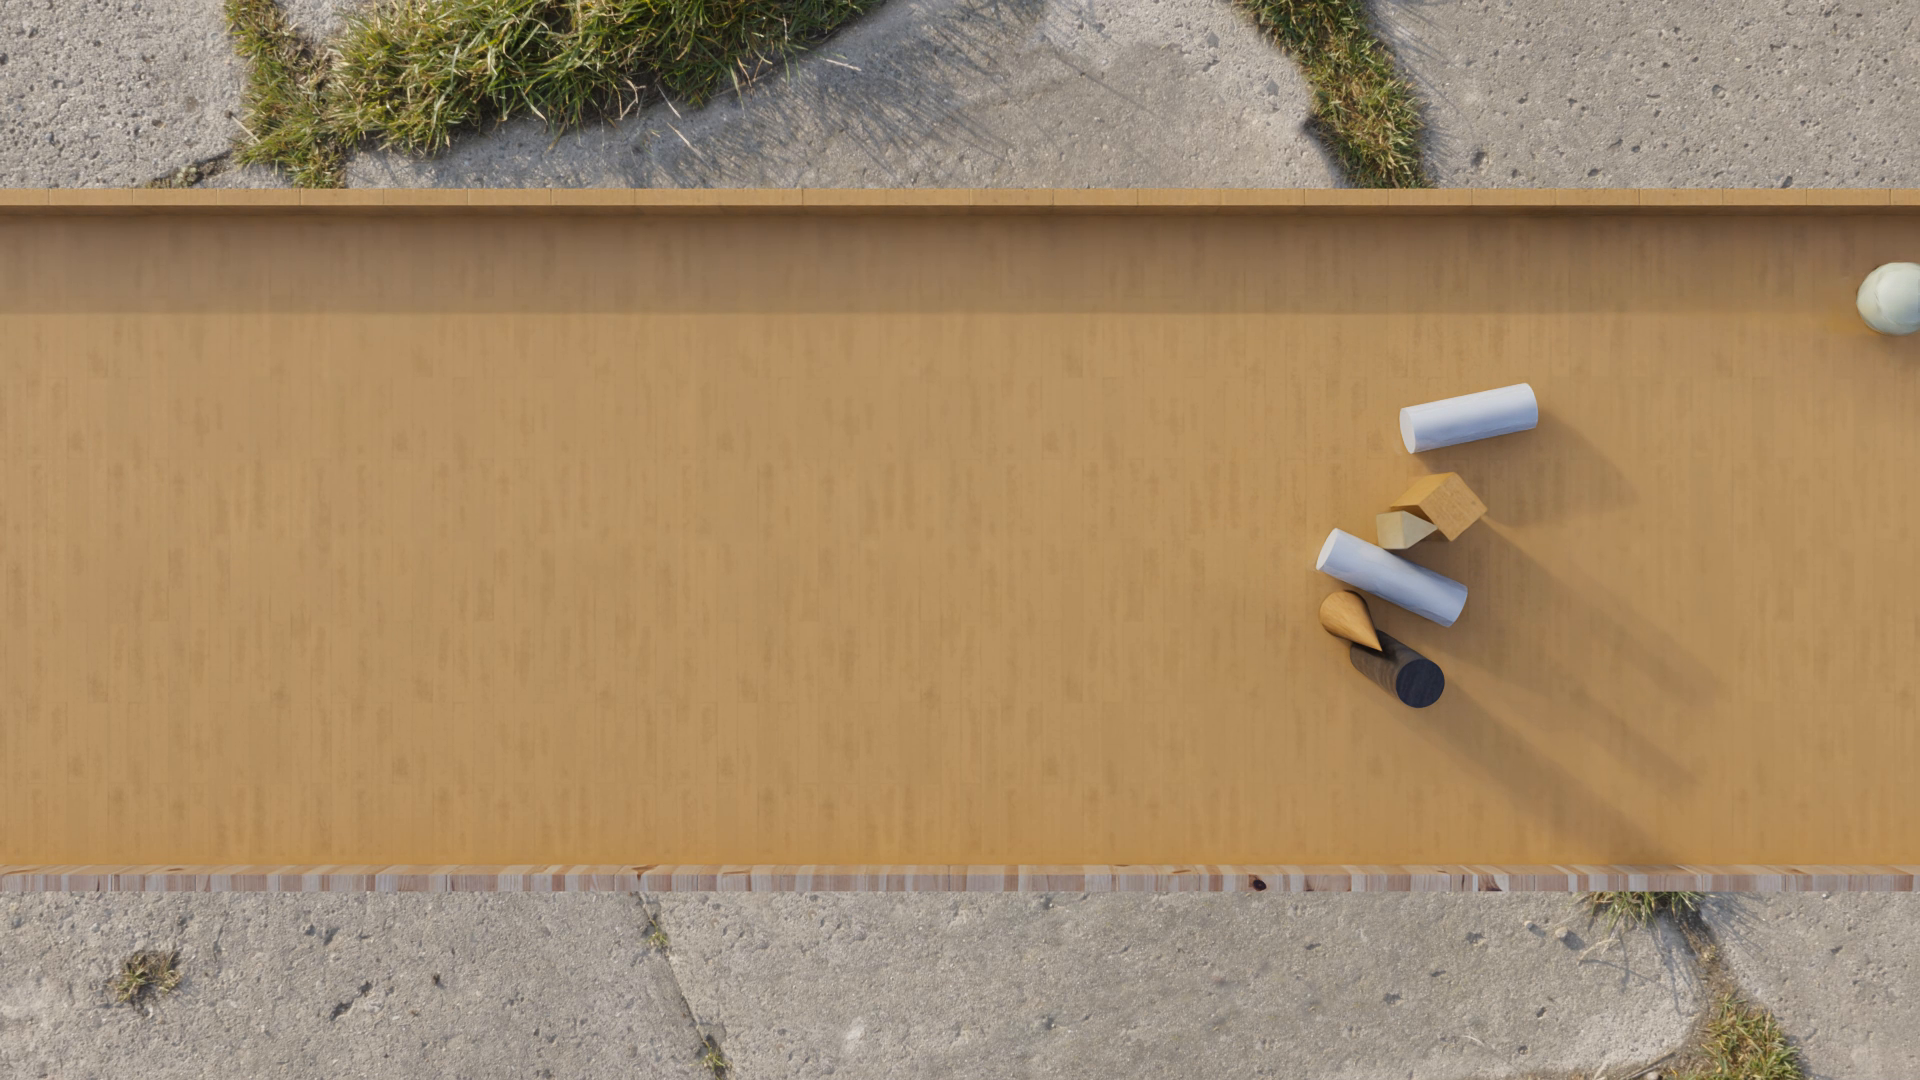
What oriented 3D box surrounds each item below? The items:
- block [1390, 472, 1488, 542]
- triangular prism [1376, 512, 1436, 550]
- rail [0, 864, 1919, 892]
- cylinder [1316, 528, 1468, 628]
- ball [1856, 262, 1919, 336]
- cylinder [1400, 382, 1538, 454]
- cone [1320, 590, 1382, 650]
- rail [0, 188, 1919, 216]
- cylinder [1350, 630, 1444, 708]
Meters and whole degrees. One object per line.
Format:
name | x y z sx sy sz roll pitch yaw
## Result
block | 1.423 -0.096 4.917 0.144 0.319 0.144 -41 90 0
triangular prism | 1.301 -0.043 4.895 0.109 0.360 0.094 -34 88 2
rail | -2.247 1.025 5.001 12.000 0.150 0.050 0 90 0
cylinder | 1.310 0.114 5.008 0.430 0.139 0.139 24 90 0
ball | 2.825 -0.727 4.966 0.221 0.221 0.221 0 90 0
cylinder | 1.542 -0.370 5.006 0.376 0.141 0.141 -12 90 0
cone | 1.185 0.270 4.855 0.151 0.422 0.151 0 102 -2
rail | -2.247 -1.025 5.002 12.000 0.150 0.050 0 90 0
cylinder | 1.284 0.375 4.864 0.143 0.406 0.143 -1 99 -5
